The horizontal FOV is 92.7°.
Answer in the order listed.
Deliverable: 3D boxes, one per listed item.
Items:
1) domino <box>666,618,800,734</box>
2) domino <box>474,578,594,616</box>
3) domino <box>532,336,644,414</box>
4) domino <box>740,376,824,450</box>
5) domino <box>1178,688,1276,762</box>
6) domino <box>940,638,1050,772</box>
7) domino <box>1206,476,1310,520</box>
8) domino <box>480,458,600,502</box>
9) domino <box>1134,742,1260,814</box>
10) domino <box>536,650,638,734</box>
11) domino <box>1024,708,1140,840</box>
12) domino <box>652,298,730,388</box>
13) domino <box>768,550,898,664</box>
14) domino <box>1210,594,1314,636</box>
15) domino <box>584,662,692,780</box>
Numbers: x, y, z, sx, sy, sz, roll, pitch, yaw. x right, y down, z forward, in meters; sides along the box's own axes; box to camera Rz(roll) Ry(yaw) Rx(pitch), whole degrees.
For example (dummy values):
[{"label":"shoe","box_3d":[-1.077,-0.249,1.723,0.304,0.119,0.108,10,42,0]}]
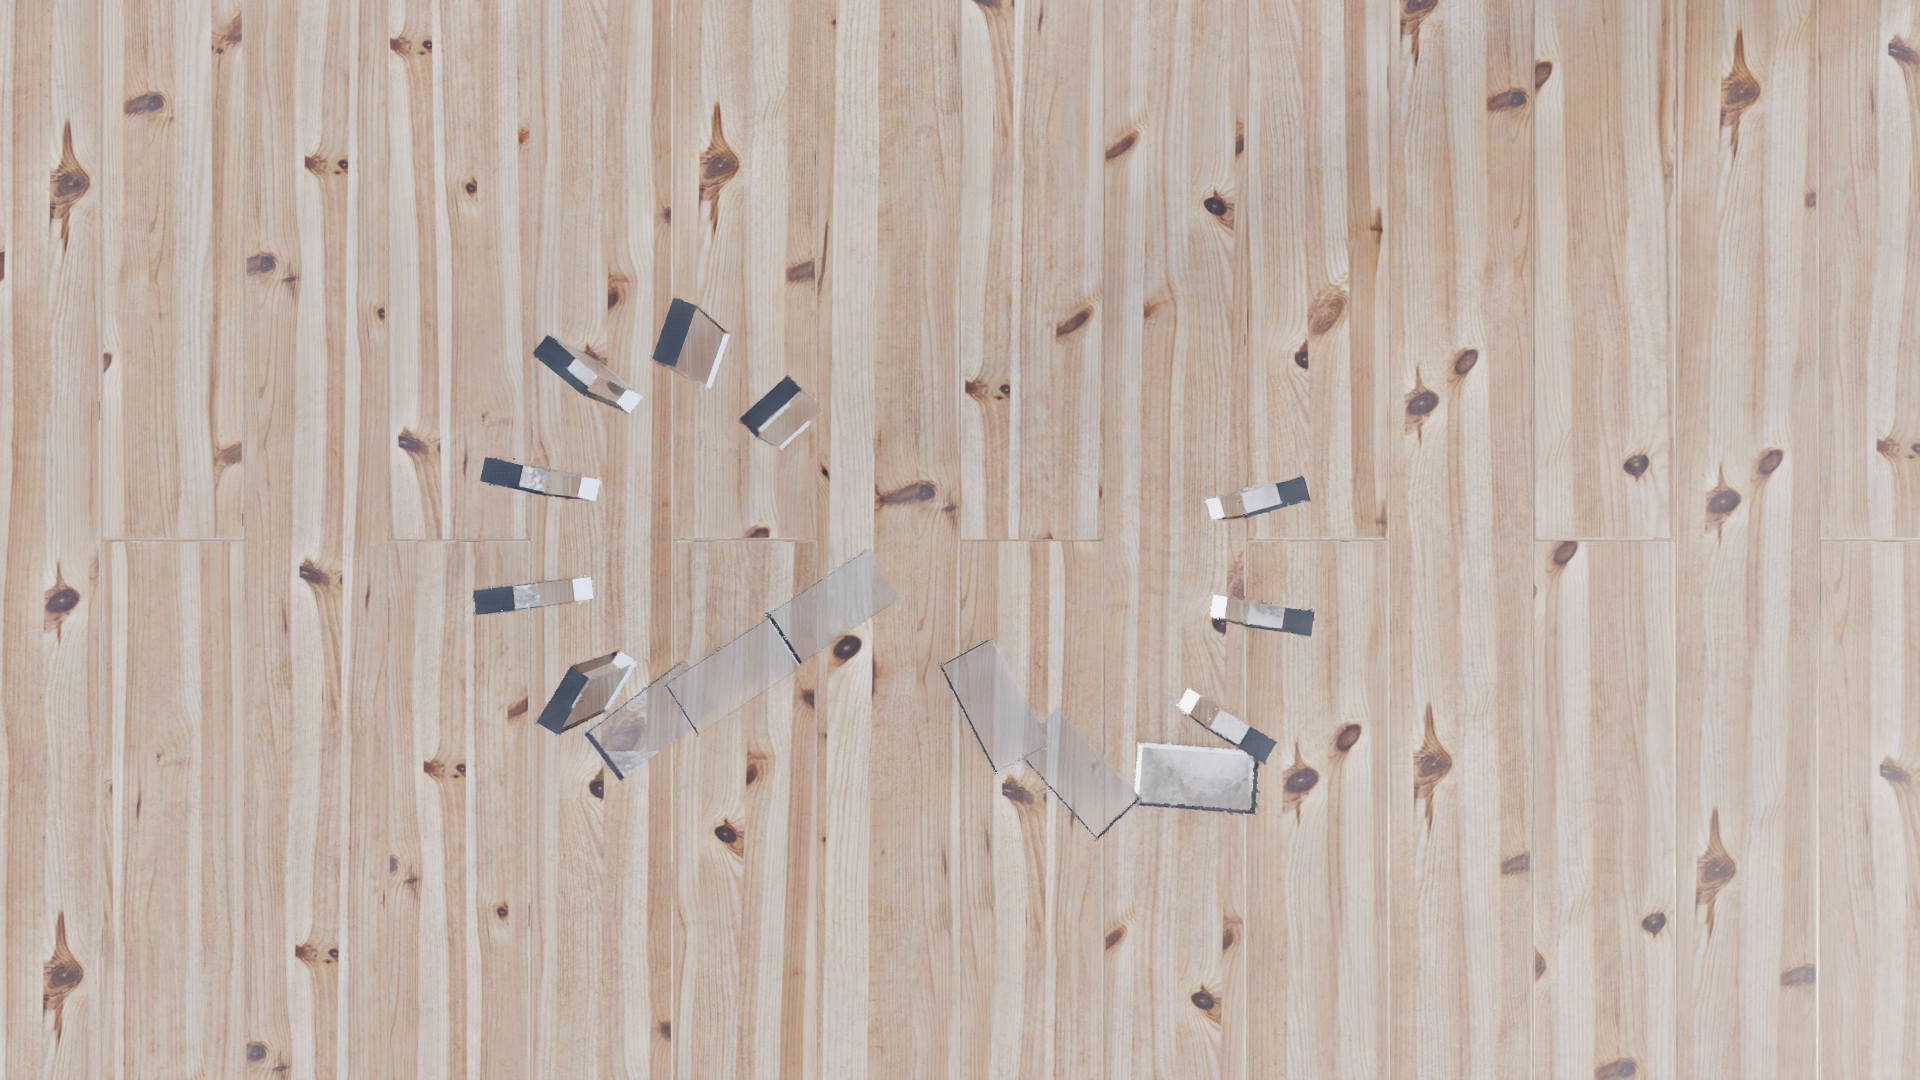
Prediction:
[{"label":"domino","box_3d":[-0.096,0.058,0.390,0.050,0.009,0.025,-33,90,-14]},{"label":"domino","box_3d":[-0.173,0.022,0.375,0.025,0.050,0.010,-7,90,0]},{"label":"domino","box_3d":[-0.151,-0.067,0.375,0.025,0.050,0.010,39,90,0]},{"label":"domino","box_3d":[-0.072,-0.051,0.375,0.025,0.050,0.010,-42,90,0]},{"label":"domino","box_3d":[0.108,0.075,0.375,0.025,0.050,0.010,30,90,0]},{"label":"domino","box_3d":[0.015,0.070,0.390,0.025,0.009,0.050,-29,79,3]},{"label":"domino","box_3d":[0.121,-0.016,0.375,0.025,0.050,0.009,-16,90,0]},{"label":"domino","box_3d":[-0.170,-0.024,0.375,0.025,0.050,0.010,13,90,0]},{"label":"domino","box_3d":[0.102,0.103,0.395,0.050,0.010,0.025,4,90,0]},{"label":"domino","box_3d":[-0.151,0.061,0.375,0.009,0.050,0.025,32,90,0]},{"label":"domino","box_3d":[0.050,0.099,0.391,0.025,0.010,0.050,-43,79,0]},{"label":"domino","box_3d":[-0.109,-0.079,0.375,0.009,0.050,0.025,19,90,0]},{"label":"domino","box_3d":[-0.054,0.029,0.395,0.050,0.010,0.025,-33,90,0]},{"label":"domino","box_3d":[0.122,0.030,0.375,0.025,0.050,0.010,8,90,0]},{"label":"domino","box_3d":[-0.133,0.078,0.395,0.050,0.009,0.025,-37,90,0]}]
